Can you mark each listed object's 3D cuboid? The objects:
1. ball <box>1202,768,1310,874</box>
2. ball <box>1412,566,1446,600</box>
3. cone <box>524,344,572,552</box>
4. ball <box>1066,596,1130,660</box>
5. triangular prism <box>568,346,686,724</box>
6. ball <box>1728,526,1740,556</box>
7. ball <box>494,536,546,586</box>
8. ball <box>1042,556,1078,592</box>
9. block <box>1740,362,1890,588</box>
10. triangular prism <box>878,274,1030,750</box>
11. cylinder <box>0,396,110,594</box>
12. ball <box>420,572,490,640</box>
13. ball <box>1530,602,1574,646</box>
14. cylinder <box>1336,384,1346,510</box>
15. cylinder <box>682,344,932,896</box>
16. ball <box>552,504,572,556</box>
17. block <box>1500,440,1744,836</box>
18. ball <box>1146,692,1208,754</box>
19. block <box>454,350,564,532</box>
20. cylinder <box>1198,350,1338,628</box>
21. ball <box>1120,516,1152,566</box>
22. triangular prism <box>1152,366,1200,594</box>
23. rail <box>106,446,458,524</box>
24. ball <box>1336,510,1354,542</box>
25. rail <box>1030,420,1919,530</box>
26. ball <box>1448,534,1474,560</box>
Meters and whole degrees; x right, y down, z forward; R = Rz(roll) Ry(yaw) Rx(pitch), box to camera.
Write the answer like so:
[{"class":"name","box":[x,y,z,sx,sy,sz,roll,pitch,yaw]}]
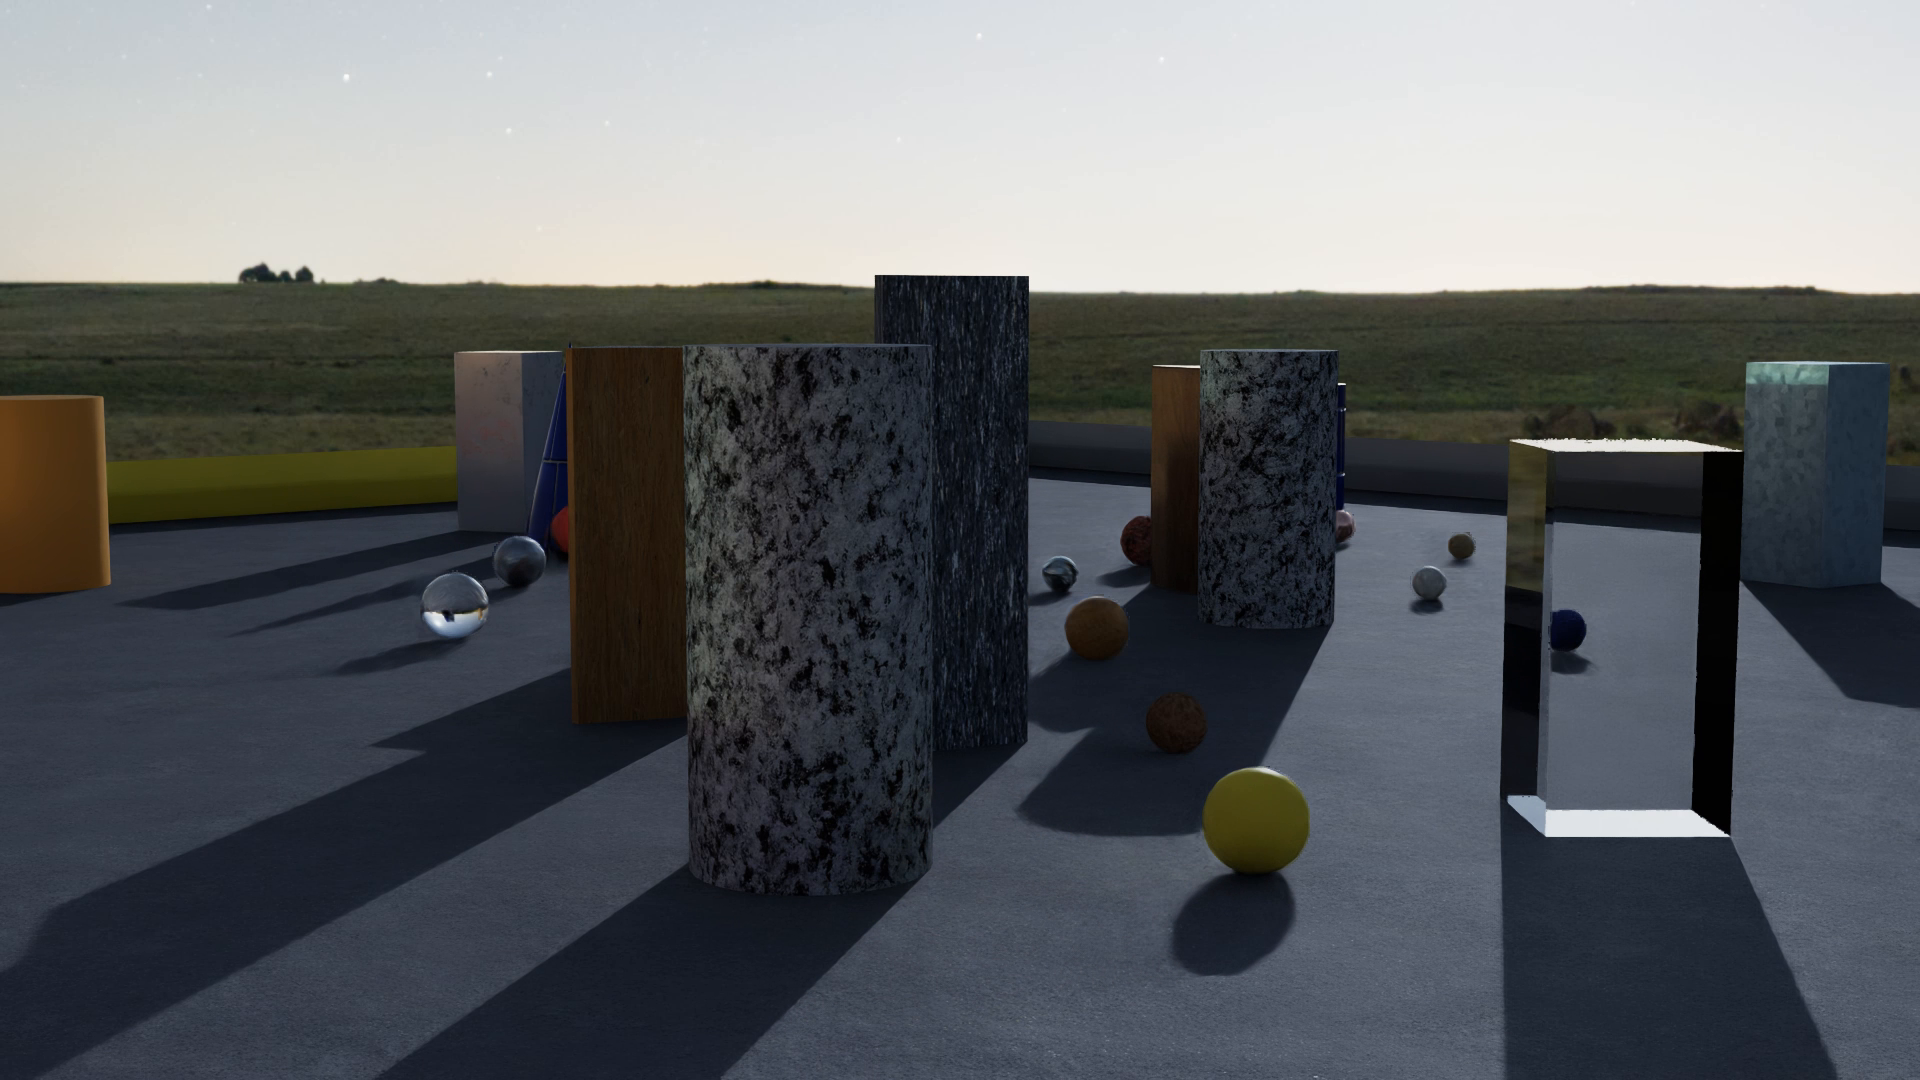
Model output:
[{"class":"ball","box":[0.234,0.222,1.740,0.084,0.084,0.084,0,6,0]},{"class":"ball","box":[0.723,0.066,3.389,0.052,0.052,0.052,0,6,0]},{"class":"cone","box":[-0.727,-0.179,4.119,0.196,0.388,0.196,0,6,0]},{"class":"ball","box":[0.175,0.113,2.801,0.082,0.082,0.082,0,6,0]},{"class":"triangular prism","box":[-0.363,-0.013,2.452,0.170,0.404,0.147,-2,6,-21]},{"class":"ball","box":[1.419,0.001,3.963,0.062,0.062,0.062,0,6,0]},{"class":"ball","box":[-0.710,0.034,3.549,0.082,0.082,0.082,0,6,0]},{"class":"ball","box":[0.159,0.053,3.493,0.056,0.056,0.056,0,6,0]},{"class":"block","box":[1.403,-0.111,3.613,0.157,0.358,0.157,-4,7,-32]},{"class":"triangular prism","box":[-0.038,-0.033,2.283,0.170,0.479,0.147,-3,7,-27]},{"class":"cylinder","box":[-1.481,-0.078,3.548,0.196,0.305,0.196,0,6,0]},{"class":"ball","box":[-0.684,0.090,2.976,0.091,0.091,0.091,0,6,0]},{"class":"ball","box":[0.788,0.112,2.928,0.057,0.057,0.057,0,6,0]},{"class":"cylinder","box":[0.659,-0.157,4.334,0.196,0.300,0.196,0,6,0]},{"class":"cylinder","box":[-0.120,0.054,1.753,0.196,0.417,0.196,0,6,0]},{"class":"ball","box":[-0.690,-0.018,3.981,0.097,0.097,0.097,0,6,0]},{"class":"block","box":[0.575,0.081,1.926,0.157,0.327,0.157,0,6,0]},{"class":"ball","box":[0.218,0.184,2.216,0.062,0.062,0.062,0,6,0]},{"class":"block","box":[-0.916,-0.203,4.486,0.157,0.360,0.157,2,6,20]},{"class":"cylinder","box":[0.442,-0.078,3.159,0.196,0.387,0.196,0,6,0]},{"class":"ball","box":[0.325,0.001,3.824,0.090,0.090,0.090,0,6,0]},{"class":"triangular prism","box":[0.371,-0.101,3.529,0.147,0.355,0.170,5,8,38]},{"class":"rail","box":[-1.431,-0.128,4.874,4.385,0.127,0.045,-5,8,-42]},{"class":"ball","box":[0.726,-0.027,4.226,0.063,0.063,0.063,0,6,0]},{"class":"rail","box":[1.594,-0.120,4.795,0.045,0.127,4.268,-5,8,-42]},{"class":"ball","box":[0.898,0.012,3.937,0.047,0.047,0.047,0,6,0]}]
